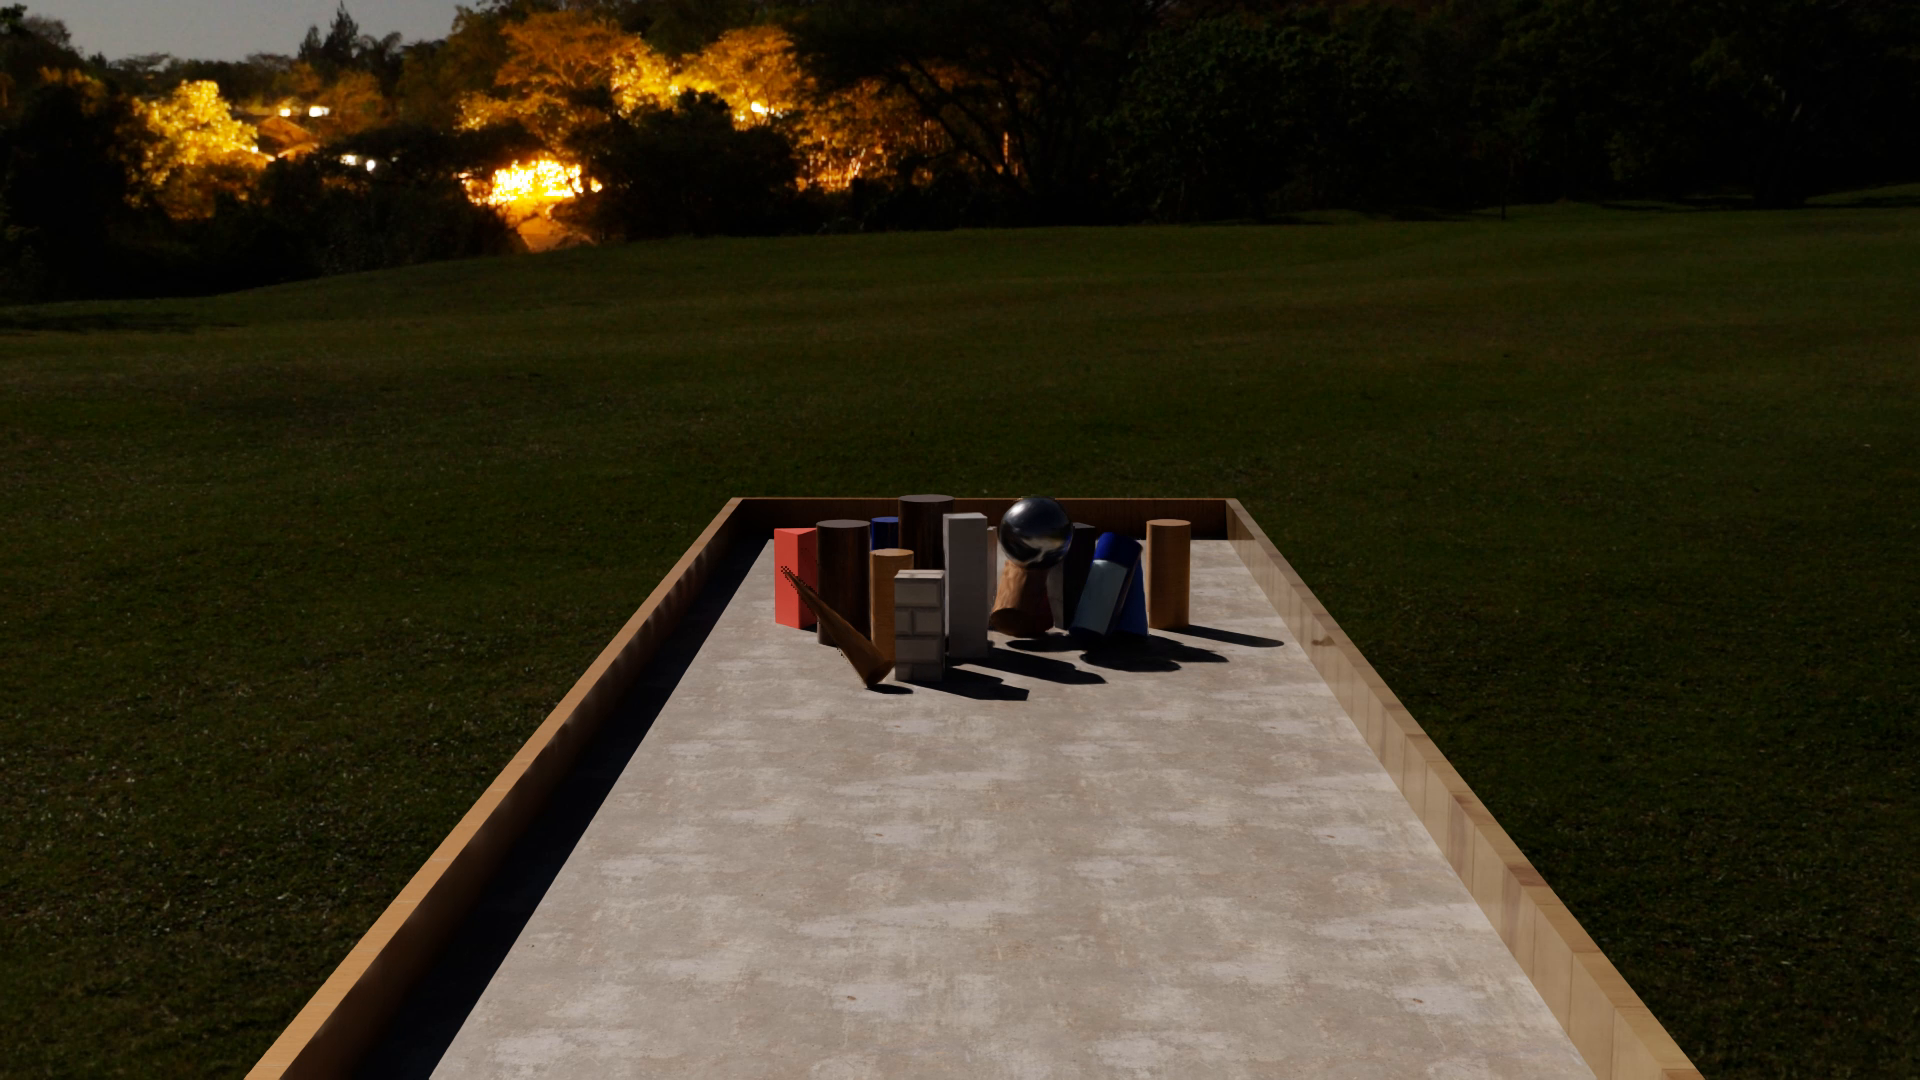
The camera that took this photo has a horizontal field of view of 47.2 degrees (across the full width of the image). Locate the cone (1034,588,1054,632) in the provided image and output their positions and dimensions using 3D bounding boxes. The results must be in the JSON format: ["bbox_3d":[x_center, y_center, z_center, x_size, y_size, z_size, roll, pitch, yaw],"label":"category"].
[{"bbox_3d":[0.252,0.146,7.166,0.107,0.107,0.303,0,53,2],"label":"cone"}]

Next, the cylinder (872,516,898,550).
[{"bbox_3d":[-0.228,0.108,7.202,0.123,0.353,0.123,0,9,0],"label":"cylinder"}]

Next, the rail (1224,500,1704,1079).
[{"bbox_3d":[1.046,0.843,3.208,0.050,0.150,12.000,0,9,1],"label":"rail"}]

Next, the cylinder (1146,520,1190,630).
[{"bbox_3d":[0.681,0.112,7.205,0.144,0.343,0.144,0,9,0],"label":"cylinder"}]

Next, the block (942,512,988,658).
[{"bbox_3d":[0.015,0.139,6.747,0.119,0.430,0.119,-2,8,-10],"label":"block"}]

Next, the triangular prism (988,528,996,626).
[{"bbox_3d":[0.078,0.121,7.229,0.107,0.319,0.124,-8,12,-40],"label":"triangular prism"}]

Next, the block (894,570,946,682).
[{"bbox_3d":[-0.116,0.250,6.459,0.136,0.305,0.136,1,9,5],"label":"block"}]

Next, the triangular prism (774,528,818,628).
[{"bbox_3d":[-0.517,0.121,7.246,0.125,0.313,0.144,-7,11,-37],"label":"triangular prism"}]

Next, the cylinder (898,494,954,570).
[{"bbox_3d":[-0.105,0.095,6.944,0.178,0.459,0.178,0,9,0],"label":"cylinder"}]

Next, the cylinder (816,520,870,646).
[{"bbox_3d":[-0.367,0.135,6.953,0.172,0.378,0.172,0,9,0],"label":"cylinder"}]

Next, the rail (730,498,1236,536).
[{"bbox_3d":[0.099,-0.098,9.147,2.100,0.150,0.050,0,9,1],"label":"rail"}]

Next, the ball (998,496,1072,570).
[{"bbox_3d":[0.237,-0.019,6.899,0.232,0.232,0.232,0,9,0],"label":"ball"}]

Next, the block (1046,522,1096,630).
[{"bbox_3d":[0.363,0.117,7.210,0.119,0.331,0.119,-5,10,-27],"label":"block"}]

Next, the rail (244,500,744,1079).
[{"bbox_3d":[-1.004,0.839,3.234,0.050,0.150,12.000,0,9,1],"label":"rail"}]

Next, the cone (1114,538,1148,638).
[{"bbox_3d":[0.542,0.144,6.996,0.171,0.307,0.171,11,-6,1],"label":"cone"}]

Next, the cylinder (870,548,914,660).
[{"bbox_3d":[-0.206,0.202,6.665,0.134,0.335,0.134,0,9,0],"label":"cylinder"}]

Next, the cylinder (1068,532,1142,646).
[{"bbox_3d":[0.456,0.156,6.897,0.141,0.329,0.141,18,-19,6],"label":"cylinder"}]

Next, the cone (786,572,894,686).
[{"bbox_3d":[-0.378,0.233,6.422,0.459,0.103,0.103,46,32,24],"label":"cone"}]

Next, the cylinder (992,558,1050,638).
[{"bbox_3d":[0.201,0.144,7.039,0.142,0.142,0.319,3,48,16],"label":"cylinder"}]
